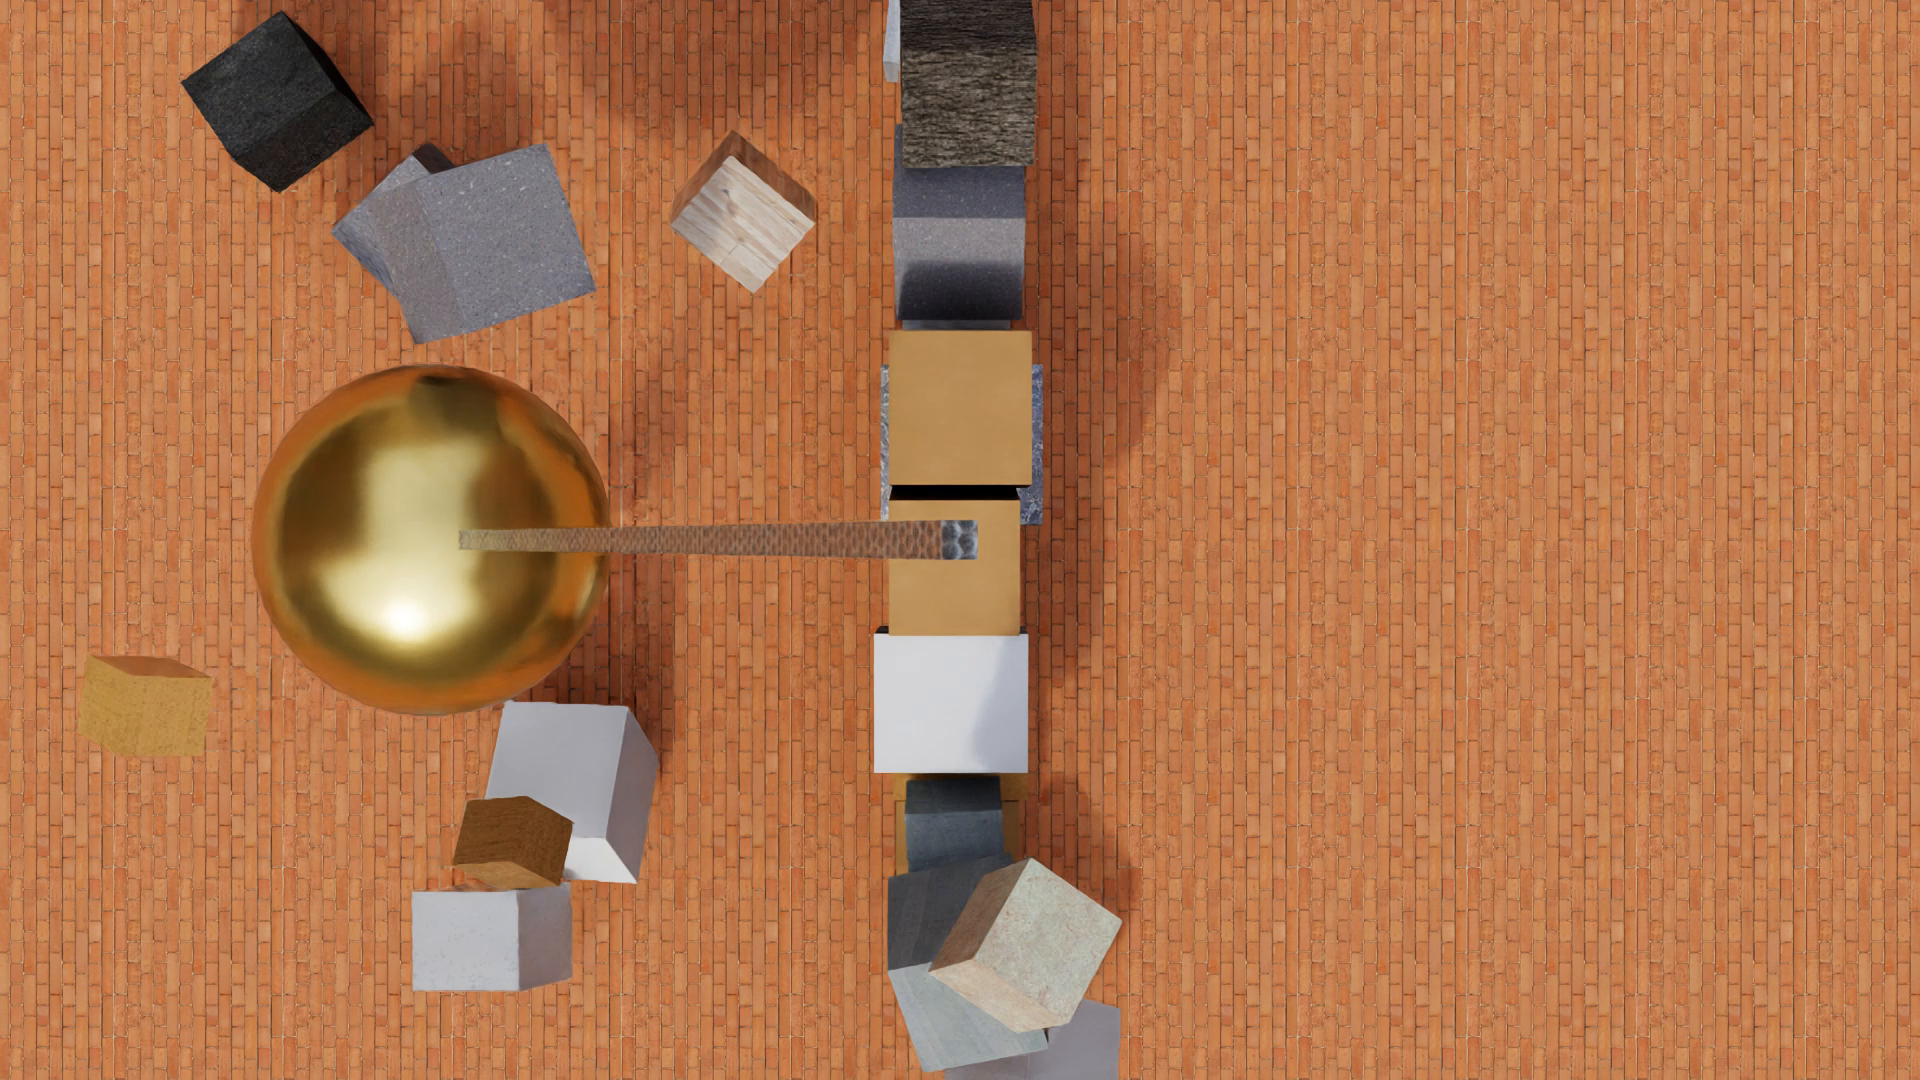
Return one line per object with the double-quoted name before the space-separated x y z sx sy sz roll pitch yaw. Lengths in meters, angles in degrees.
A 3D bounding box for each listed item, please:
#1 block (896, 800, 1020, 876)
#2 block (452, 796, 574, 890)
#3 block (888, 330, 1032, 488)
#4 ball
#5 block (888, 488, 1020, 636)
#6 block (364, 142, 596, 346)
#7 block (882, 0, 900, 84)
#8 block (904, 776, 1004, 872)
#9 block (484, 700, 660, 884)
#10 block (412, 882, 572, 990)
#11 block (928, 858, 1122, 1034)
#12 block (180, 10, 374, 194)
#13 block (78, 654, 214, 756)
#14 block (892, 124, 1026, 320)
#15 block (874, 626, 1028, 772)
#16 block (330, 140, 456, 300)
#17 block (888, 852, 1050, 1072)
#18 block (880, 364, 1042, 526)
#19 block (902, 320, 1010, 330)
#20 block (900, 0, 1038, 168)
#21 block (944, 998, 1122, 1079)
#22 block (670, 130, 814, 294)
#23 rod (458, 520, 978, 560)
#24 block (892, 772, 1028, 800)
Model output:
"block" -0.014 1.845 12.611 0.687 0.778 0.781 0 90 0
"block" -2.281 1.550 11.229 0.404 0.373 0.346 -8 59 30
"block" 0.002 -0.681 11.689 0.737 0.724 0.793 0 90 0
"ball" -2.379 0.000 9.961 1.600 1.600 1.600 0 90 0
"block" -0.031 0.106 11.720 0.677 0.702 0.705 0 97 0
"block" -2.094 -1.284 9.581 0.620 0.657 0.665 -24 103 -31
"block" -0.129 -2.983 12.721 0.556 0.558 0.607 6 90 0
"block" -0.023 1.648 11.887 0.512 0.564 0.566 -3 102 0
"block" -2.196 1.430 12.443 0.714 0.755 0.774 2 63 8
"block" -2.595 2.198 12.223 0.657 0.595 0.533 -4 85 18
"block" 0.305 1.948 10.522 0.542 0.649 0.561 36 65 -8
"block" -3.912 -2.510 12.648 0.700 0.612 0.580 -36 80 0
"block" -3.927 0.796 10.601 0.477 0.407 0.381 14 95 43
"block" -0.005 -1.712 11.881 0.688 0.815 0.680 0 56 0
"block" -0.046 0.848 11.851 0.804 0.734 0.728 0 91 0
"block" -3.109 -1.824 12.577 0.644 0.632 0.551 -41 105 9
"block" 0.038 2.184 11.384 0.664 0.702 0.734 -12 122 6
"block" 0.010 -0.524 12.525 0.889 0.949 0.877 0 90 0
"block" -0.020 -1.282 12.688 0.604 0.623 0.619 0 90 0
"block" 0.033 -2.430 11.459 0.678 0.719 0.677 -1 132 -2
"block" 0.406 2.918 12.361 0.672 0.702 0.623 22 61 -34
"block" -1.174 -1.781 11.902 0.575 0.564 0.511 38 106 -19
"rod" -1.031 0.000 6.840 0.080 5.200 0.080 0 90 -23
"block" 0.001 1.034 12.612 0.749 0.776 0.826 0 90 0
